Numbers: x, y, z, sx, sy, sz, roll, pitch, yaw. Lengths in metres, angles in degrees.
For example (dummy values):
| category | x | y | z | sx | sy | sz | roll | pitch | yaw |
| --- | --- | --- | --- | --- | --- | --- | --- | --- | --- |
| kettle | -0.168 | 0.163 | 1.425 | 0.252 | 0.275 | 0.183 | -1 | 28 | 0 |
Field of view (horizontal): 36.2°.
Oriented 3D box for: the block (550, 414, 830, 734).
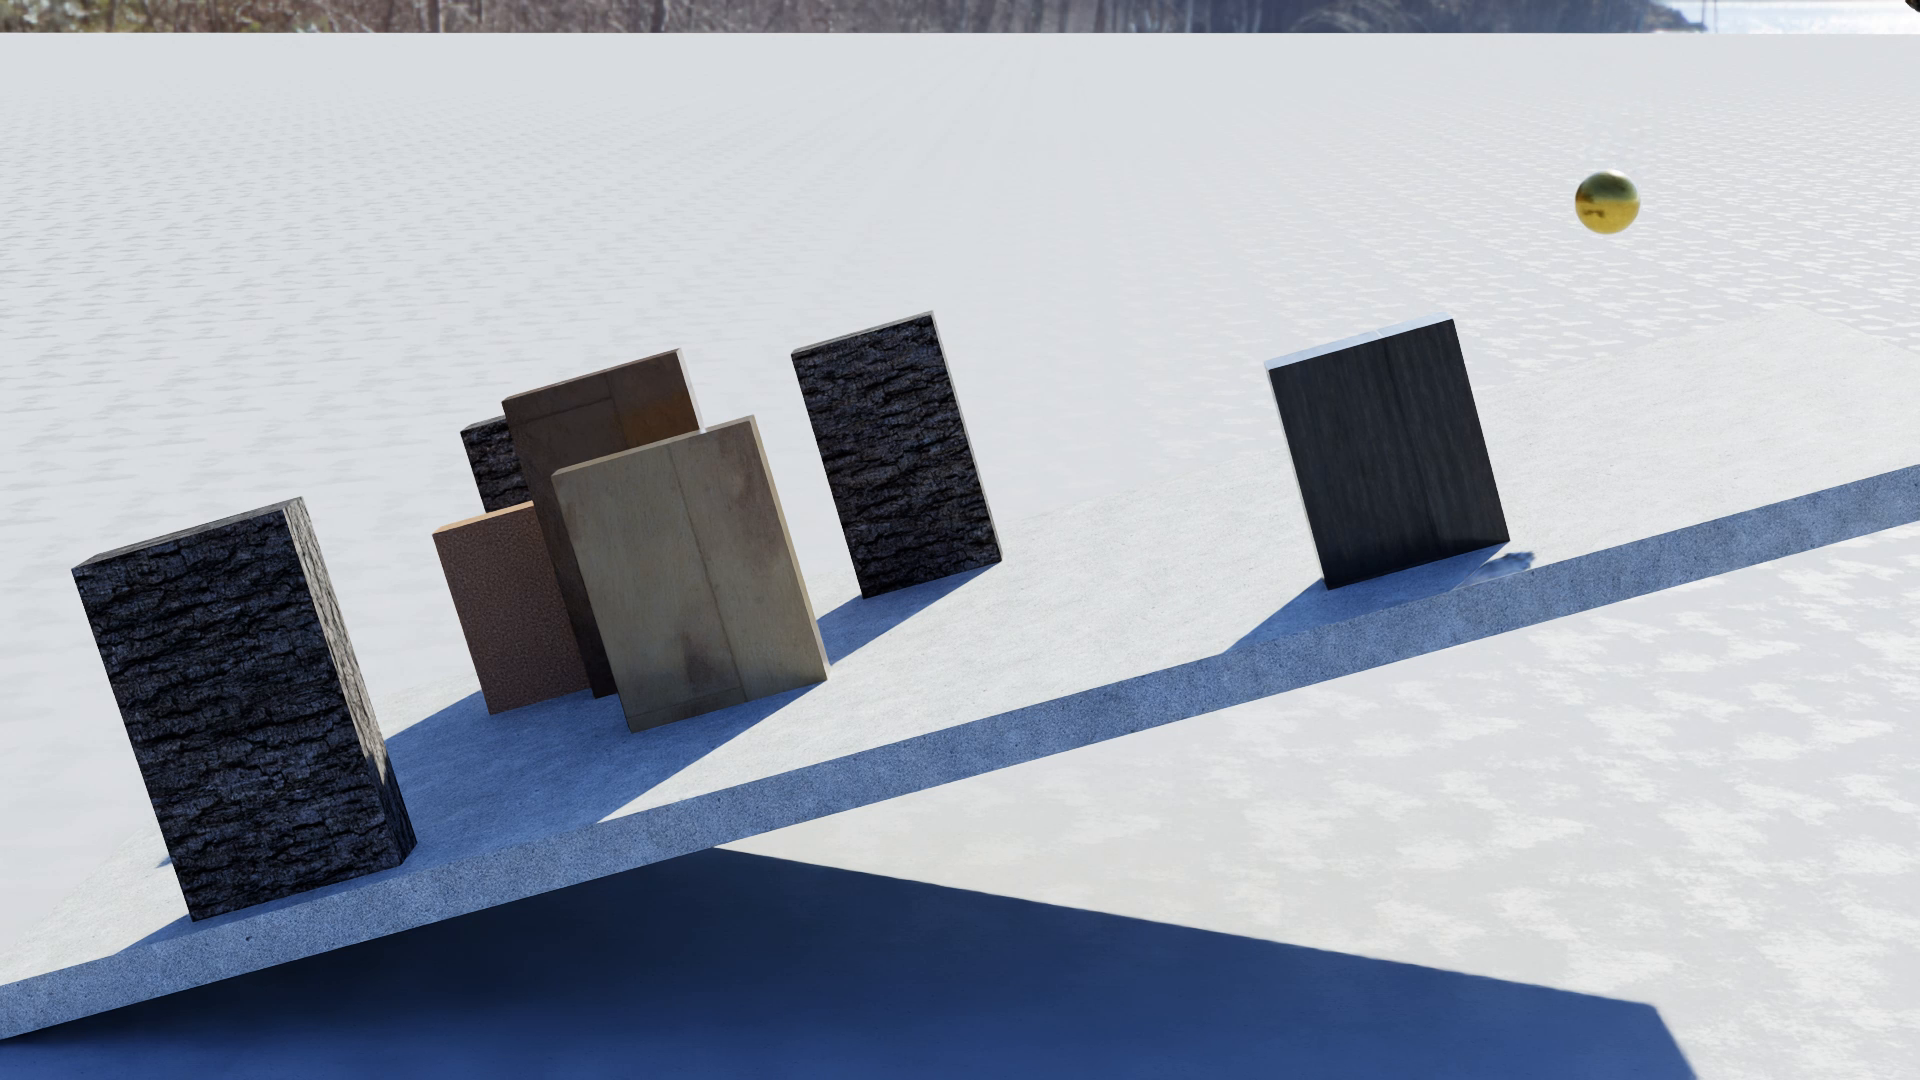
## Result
| category | x | y | z | sx | sy | sz | roll | pitch | yaw |
| --- | --- | --- | --- | --- | --- | --- | --- | --- | --- |
| block | -0.552 | 0.071 | 6.065 | 0.425 | 0.560 | 0.091 | -15 | 10 | 5 |

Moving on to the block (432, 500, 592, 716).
| category | x | y | z | sx | sy | sz | roll | pitch | yaw |
| --- | --- | --- | --- | --- | --- | --- | --- | --- | --- |
| block | -0.922 | 0.126 | 6.731 | 0.443 | 0.438 | 0.101 | -15 | 10 | 5 |

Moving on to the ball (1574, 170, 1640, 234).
| category | x | y | z | sx | sy | sz | roll | pitch | yaw |
| --- | --- | --- | --- | --- | --- | --- | --- | --- | --- |
| ball | 1.334 | -0.696 | 6.060 | 0.134 | 0.134 | 0.134 | 0 | 10 | 0 |

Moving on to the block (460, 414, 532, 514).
| category | x | y | z | sx | sy | sz | roll | pitch | yaw |
| --- | --- | --- | --- | --- | --- | --- | --- | --- | --- |
| block | -0.959 | -0.031 | 7.186 | 0.336 | 0.604 | 0.124 | -15 | 10 | 5 |

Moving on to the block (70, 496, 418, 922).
| category | x | y | z | sx | sy | sz | roll | pitch | yaw |
| --- | --- | --- | --- | --- | --- | --- | --- | --- | --- |
| block | -1.341 | 0.318 | 5.539 | 0.415 | 0.704 | 0.148 | -15 | 10 | 5 |

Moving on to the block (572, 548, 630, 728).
| category | x | y | z | sx | sy | sz | roll | pitch | yaw |
| --- | --- | --- | --- | --- | --- | --- | --- | --- | --- |
| block | -0.590 | 0.149 | 6.149 | 0.321 | 0.406 | 0.119 | -15 | 10 | 5 |

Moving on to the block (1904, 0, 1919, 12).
| category | x | y | z | sx | sy | sz | roll | pitch | yaw |
| --- | --- | --- | --- | --- | --- | --- | --- | --- | --- |
| block | 1.843 | -1.157 | 5.617 | 0.181 | 0.181 | 0.181 | -30 | -30 | 32 |

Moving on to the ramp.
| category | x | y | z | sx | sy | sz | roll | pitch | yaw |
| --- | --- | --- | --- | --- | --- | --- | --- | --- | --- |
| ramp | 0.087 | 0.188 | 6.323 | 4.000 | 0.100 | 2.000 | -15 | 10 | 5 |

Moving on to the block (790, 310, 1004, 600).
| category | x | y | z | sx | sy | sz | roll | pitch | yaw |
| --- | --- | --- | --- | --- | --- | --- | --- | --- | --- |
| block | -0.144 | -0.197 | 6.811 | 0.335 | 0.594 | 0.104 | -15 | 10 | 5 |

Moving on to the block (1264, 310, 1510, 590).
| category | x | y | z | sx | sy | sz | roll | pitch | yaw |
| --- | --- | --- | --- | --- | --- | --- | --- | --- | --- |
| block | 0.805 | -0.169 | 5.559 | 0.353 | 0.435 | 0.133 | -15 | 10 | 5 |

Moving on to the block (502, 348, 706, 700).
| category | x | y | z | sx | sy | sz | roll | pitch | yaw |
| --- | --- | --- | --- | --- | --- | --- | --- | --- | --- |
| block | -0.716 | -0.035 | 6.533 | 0.404 | 0.696 | 0.082 | -15 | 10 | 5 |
